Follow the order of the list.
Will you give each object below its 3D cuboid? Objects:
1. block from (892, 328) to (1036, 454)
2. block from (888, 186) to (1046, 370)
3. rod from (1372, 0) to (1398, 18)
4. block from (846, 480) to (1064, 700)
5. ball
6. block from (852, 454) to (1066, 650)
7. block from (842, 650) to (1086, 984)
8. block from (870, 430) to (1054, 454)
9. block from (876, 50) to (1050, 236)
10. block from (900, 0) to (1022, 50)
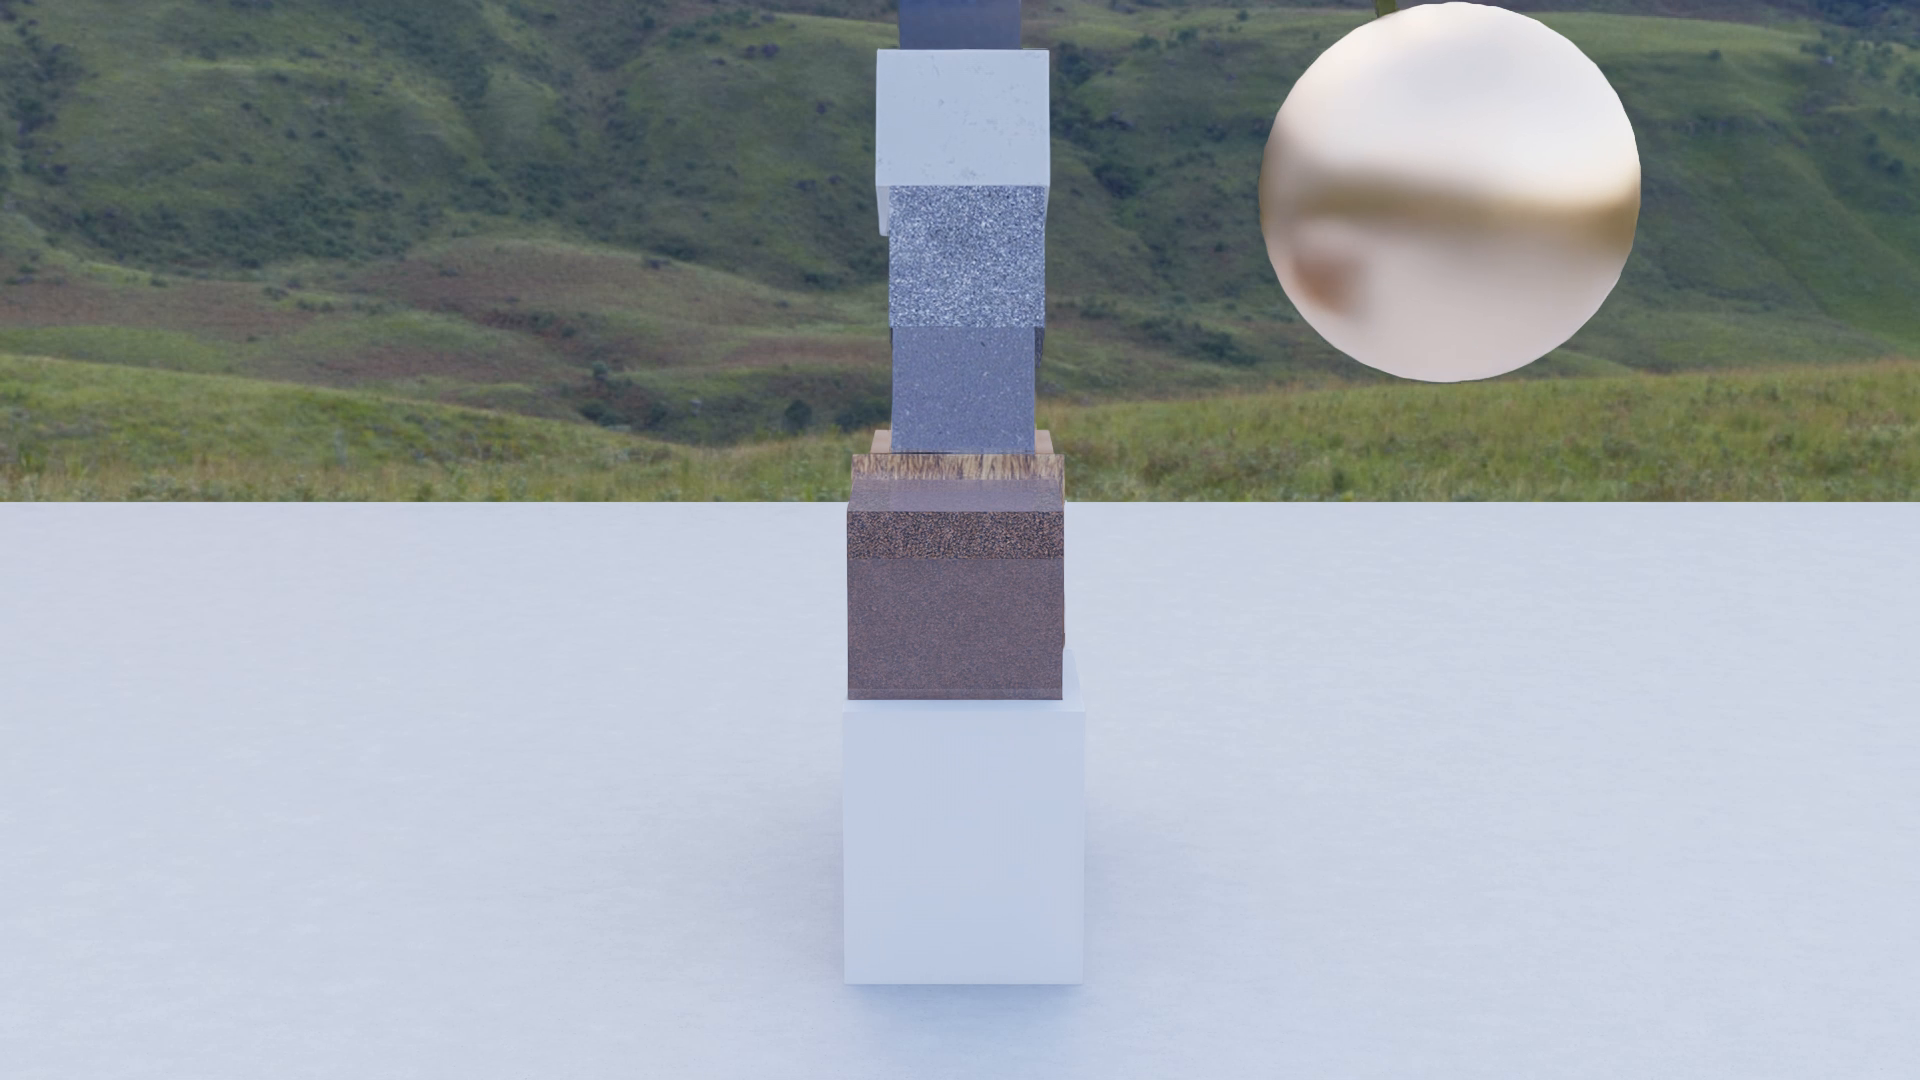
[{"bbox_3d":[0.015,-0.581,11.439,0.617,0.562,0.703,0,-11,0],"label":"block"},{"bbox_3d":[0.031,-1.173,11.557,0.681,0.644,0.700,0,-11,0],"label":"block"},{"bbox_3d":[0.899,-4.610,10.342,0.080,5.200,0.080,-20,10,4],"label":"rod"},{"bbox_3d":[-0.018,0.186,10.330,0.837,0.746,0.795,0,10,0],"label":"block"},{"bbox_3d":[2.074,-1.471,10.913,1.600,1.600,1.600,0,10,0],"label":"ball"},{"bbox_3d":[-0.007,0.100,11.290,0.905,0.803,0.885,0,-9,0],"label":"block"},{"bbox_3d":[0.014,1.100,10.452,0.932,1.096,1.074,0,10,0],"label":"block"},{"bbox_3d":[0.010,-0.015,12.250,0.847,0.920,0.828,0,10,0],"label":"block"},{"bbox_3d":[0.011,-1.800,11.687,0.765,0.636,0.701,0,-11,0],"label":"block"},{"bbox_3d":[-0.003,-2.421,11.822,0.545,0.634,0.630,0,-11,-1],"label":"block"}]
